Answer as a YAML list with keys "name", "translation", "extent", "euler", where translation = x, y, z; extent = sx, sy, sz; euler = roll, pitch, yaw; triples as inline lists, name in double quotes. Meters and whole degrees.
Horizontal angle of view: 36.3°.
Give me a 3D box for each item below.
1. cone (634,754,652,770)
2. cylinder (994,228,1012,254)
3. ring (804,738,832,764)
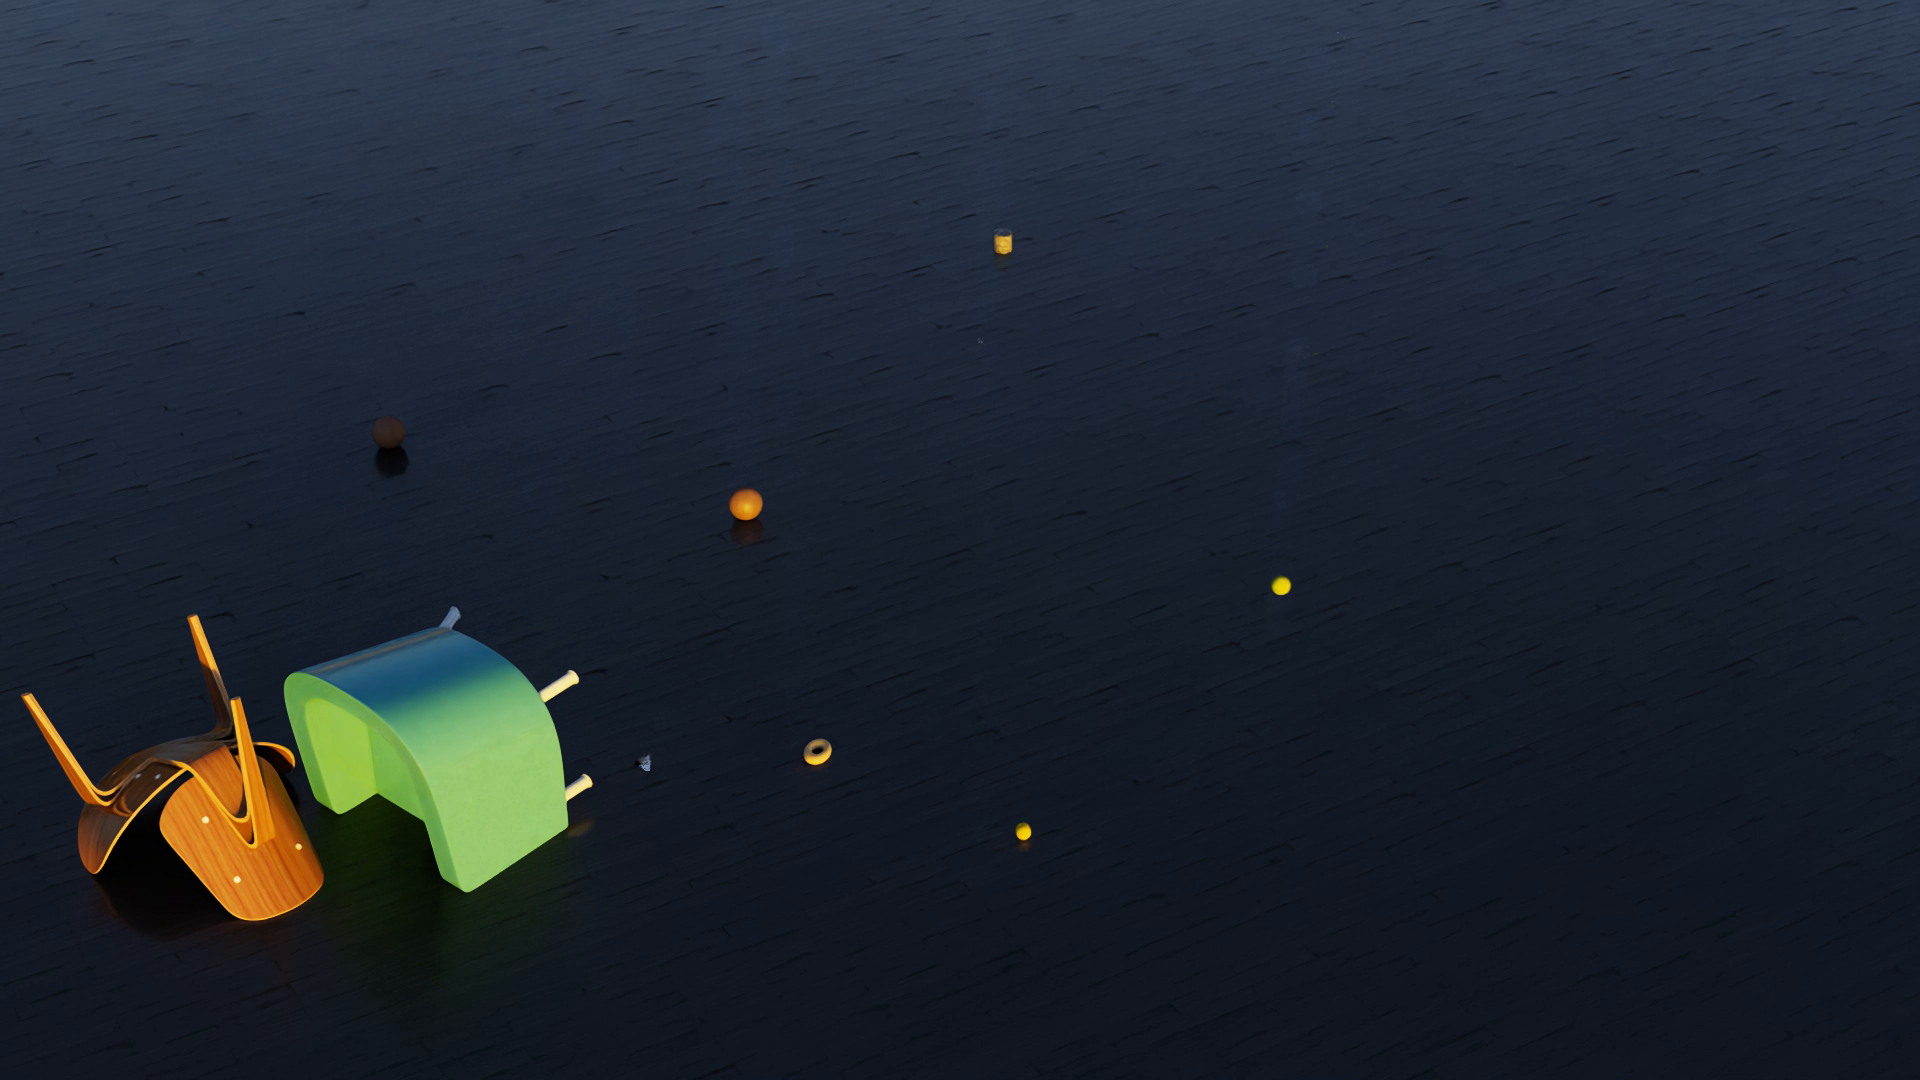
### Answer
- name: "cone"
  translation: [-1.047, 0.753, 9.781]
  extent: [0.068, 0.050, 0.047]
  euler: [-25, 69, -1]
- name: "cylinder"
  translation: [0.188, -1.314, 12.864]
  extent: [0.080, 0.082, 0.090]
  euler: [-3, 34, -5]
- name: "ring"
  translation: [-0.478, 0.710, 9.838]
  extent: [0.093, 0.032, 0.131]
  euler: [7, 33, 12]
